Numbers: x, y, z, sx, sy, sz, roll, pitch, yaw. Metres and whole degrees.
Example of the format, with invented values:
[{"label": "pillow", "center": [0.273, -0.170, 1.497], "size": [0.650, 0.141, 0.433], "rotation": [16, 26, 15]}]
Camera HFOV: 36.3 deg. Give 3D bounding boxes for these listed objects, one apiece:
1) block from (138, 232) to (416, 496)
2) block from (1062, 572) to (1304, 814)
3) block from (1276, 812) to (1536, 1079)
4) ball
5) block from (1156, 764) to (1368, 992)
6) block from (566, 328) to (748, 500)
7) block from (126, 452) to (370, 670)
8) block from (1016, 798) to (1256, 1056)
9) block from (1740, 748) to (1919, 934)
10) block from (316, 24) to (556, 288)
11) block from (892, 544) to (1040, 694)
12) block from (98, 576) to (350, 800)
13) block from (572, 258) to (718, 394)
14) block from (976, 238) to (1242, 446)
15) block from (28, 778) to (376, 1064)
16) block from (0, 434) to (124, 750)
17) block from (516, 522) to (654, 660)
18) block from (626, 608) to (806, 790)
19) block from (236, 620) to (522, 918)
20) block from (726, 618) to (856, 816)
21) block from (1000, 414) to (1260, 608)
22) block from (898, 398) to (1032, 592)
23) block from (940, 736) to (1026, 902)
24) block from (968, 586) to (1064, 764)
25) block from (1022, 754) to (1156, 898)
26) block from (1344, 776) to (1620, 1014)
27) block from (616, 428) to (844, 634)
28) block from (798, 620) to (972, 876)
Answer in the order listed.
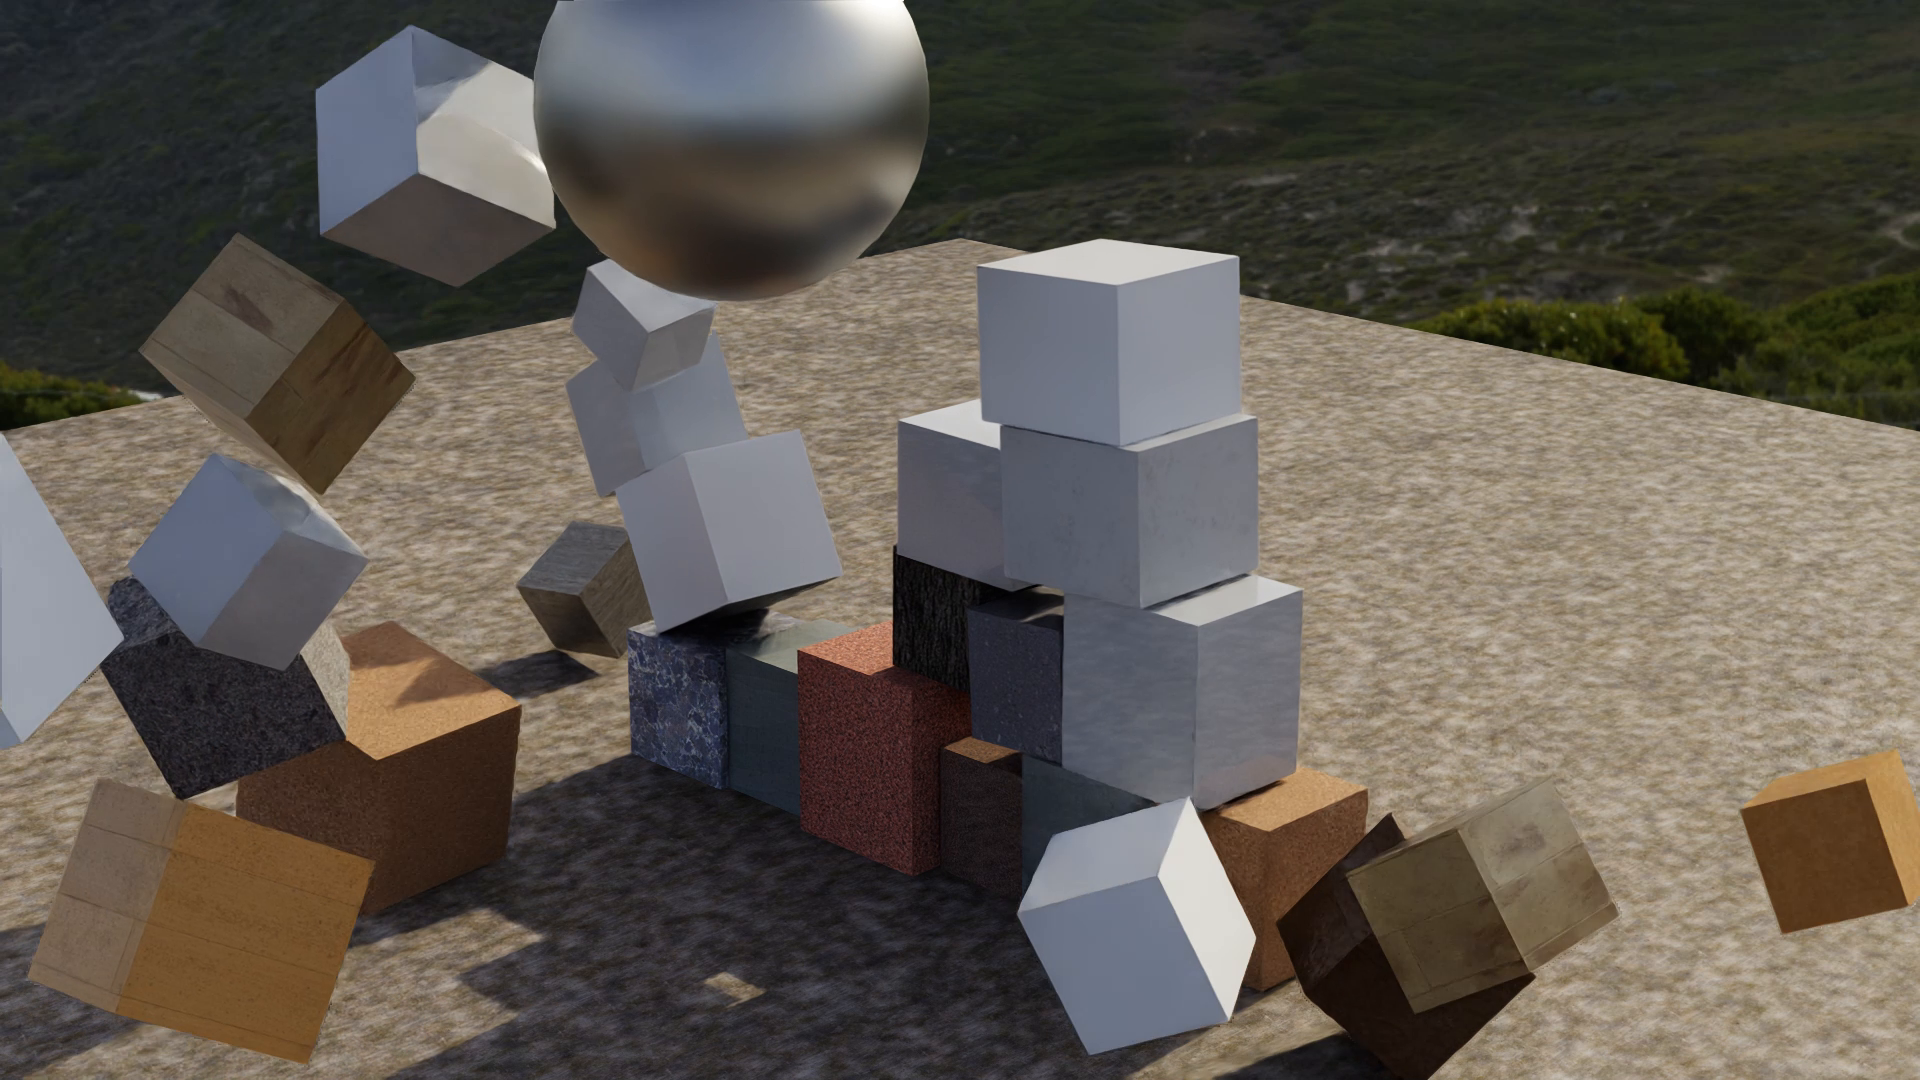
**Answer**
[{"label": "block", "center": [-2.705, -0.696, 11.657], "size": [0.634, 0.608, 0.650], "rotation": [30, -14, 27]}, {"label": "block", "center": [0.946, 0.596, 12.530], "size": [0.680, 0.833, 0.748], "rotation": [-17, 24, -42]}, {"label": "block", "center": [1.759, 1.625, 11.644], "size": [0.627, 0.656, 0.638], "rotation": [41, 11, -16]}, {"label": "ball", "center": [-0.919, -1.762, 11.825], "size": [1.600, 1.600, 1.600], "rotation": [0, 17, 0]}, {"label": "block", "center": [1.287, 1.414, 12.623], "size": [0.609, 0.725, 0.687], "rotation": [16, 23, 42]}, {"label": "block", "center": [-1.529, -0.631, 14.789], "size": [0.589, 0.620, 0.638], "rotation": [-15, -5, -30]}, {"label": "block", "center": [-2.704, 0.087, 11.159], "size": [0.498, 0.555, 0.517], "rotation": [43, 8, 28]}, {"label": "block", "center": [0.689, 1.485, 11.289], "size": [0.598, 0.665, 0.575], "rotation": [-18, 19, 24]}, {"label": "block", "center": [3.153, 1.077, 10.504], "size": [0.464, 0.466, 0.481], "rotation": [-19, -1, 32]}, {"label": "block", "center": [-2.205, -1.599, 12.316], "size": [0.627, 0.708, 0.730], "rotation": [-25, -29, 35]}, {"label": "block", "center": [0.088, 0.301, 13.385], "size": [0.551, 0.579, 0.566], "rotation": [18, 25, 42]}, {"label": "block", "center": [-3.037, 0.499, 12.161], "size": [0.743, 0.734, 0.642], "rotation": [-21, 30, 1]}, {"label": "block", "center": [-1.541, -1.093, 14.300], "size": [0.438, 0.427, 0.483], "rotation": [-28, 64, -37]}, {"label": "block", "center": [0.635, -0.851, 12.418], "size": [0.784, 0.669, 0.784], "rotation": [13, 21, 43]}, {"label": "block", "center": [-2.639, 1.322, 10.207], "size": [0.745, 0.728, 0.731], "rotation": [25, -13, -38]}, {"label": "block", "center": [-3.428, 0.249, 9.699], "size": [0.770, 0.812, 0.686], "rotation": [-17, 22, 23]}, {"label": "block", "center": [-2.019, 0.274, 16.247], "size": [0.521, 0.484, 0.532], "rotation": [7, 47, 40]}, {"label": "block", "center": [-1.175, 0.762, 14.804], "size": [0.702, 0.669, 0.701], "rotation": [-17, 24, -42]}, {"label": "block", "center": [-2.657, 1.026, 13.374], "size": [0.916, 0.822, 0.839], "rotation": [28, 31, 32]}, {"label": "block", "center": [-0.686, 0.873, 14.350], "size": [0.637, 0.729, 0.641], "rotation": [-17, 24, -42]}, {"label": "block", "center": [0.726, -0.182, 12.493], "size": [0.774, 0.665, 0.772], "rotation": [13, 21, 43]}, {"label": "block", "center": [0.224, -0.229, 13.075], "size": [0.712, 0.626, 0.712], "rotation": [18, 25, 42]}, {"label": "block", "center": [0.316, 1.232, 13.416], "size": [0.560, 0.605, 0.587], "rotation": [-17, 24, -42]}, {"label": "block", "center": [0.462, 0.570, 13.013], "size": [0.554, 0.600, 0.629], "rotation": [12, 21, 44]}, {"label": "block", "center": [0.761, 1.290, 12.976], "size": [0.644, 0.758, 0.731], "rotation": [16, 24, 42]}, {"label": "block", "center": [1.937, 1.317, 10.890], "size": [0.567, 0.577, 0.620], "rotation": [-21, -8, -40]}, {"label": "block", "center": [-1.151, -0.040, 14.579], "size": [0.694, 0.760, 0.701], "rotation": [-14, -5, -38]}, {"label": "block", "center": [-0.211, 0.945, 13.820], "size": [0.779, 0.909, 0.770], "rotation": [-16, 24, -42]}]
